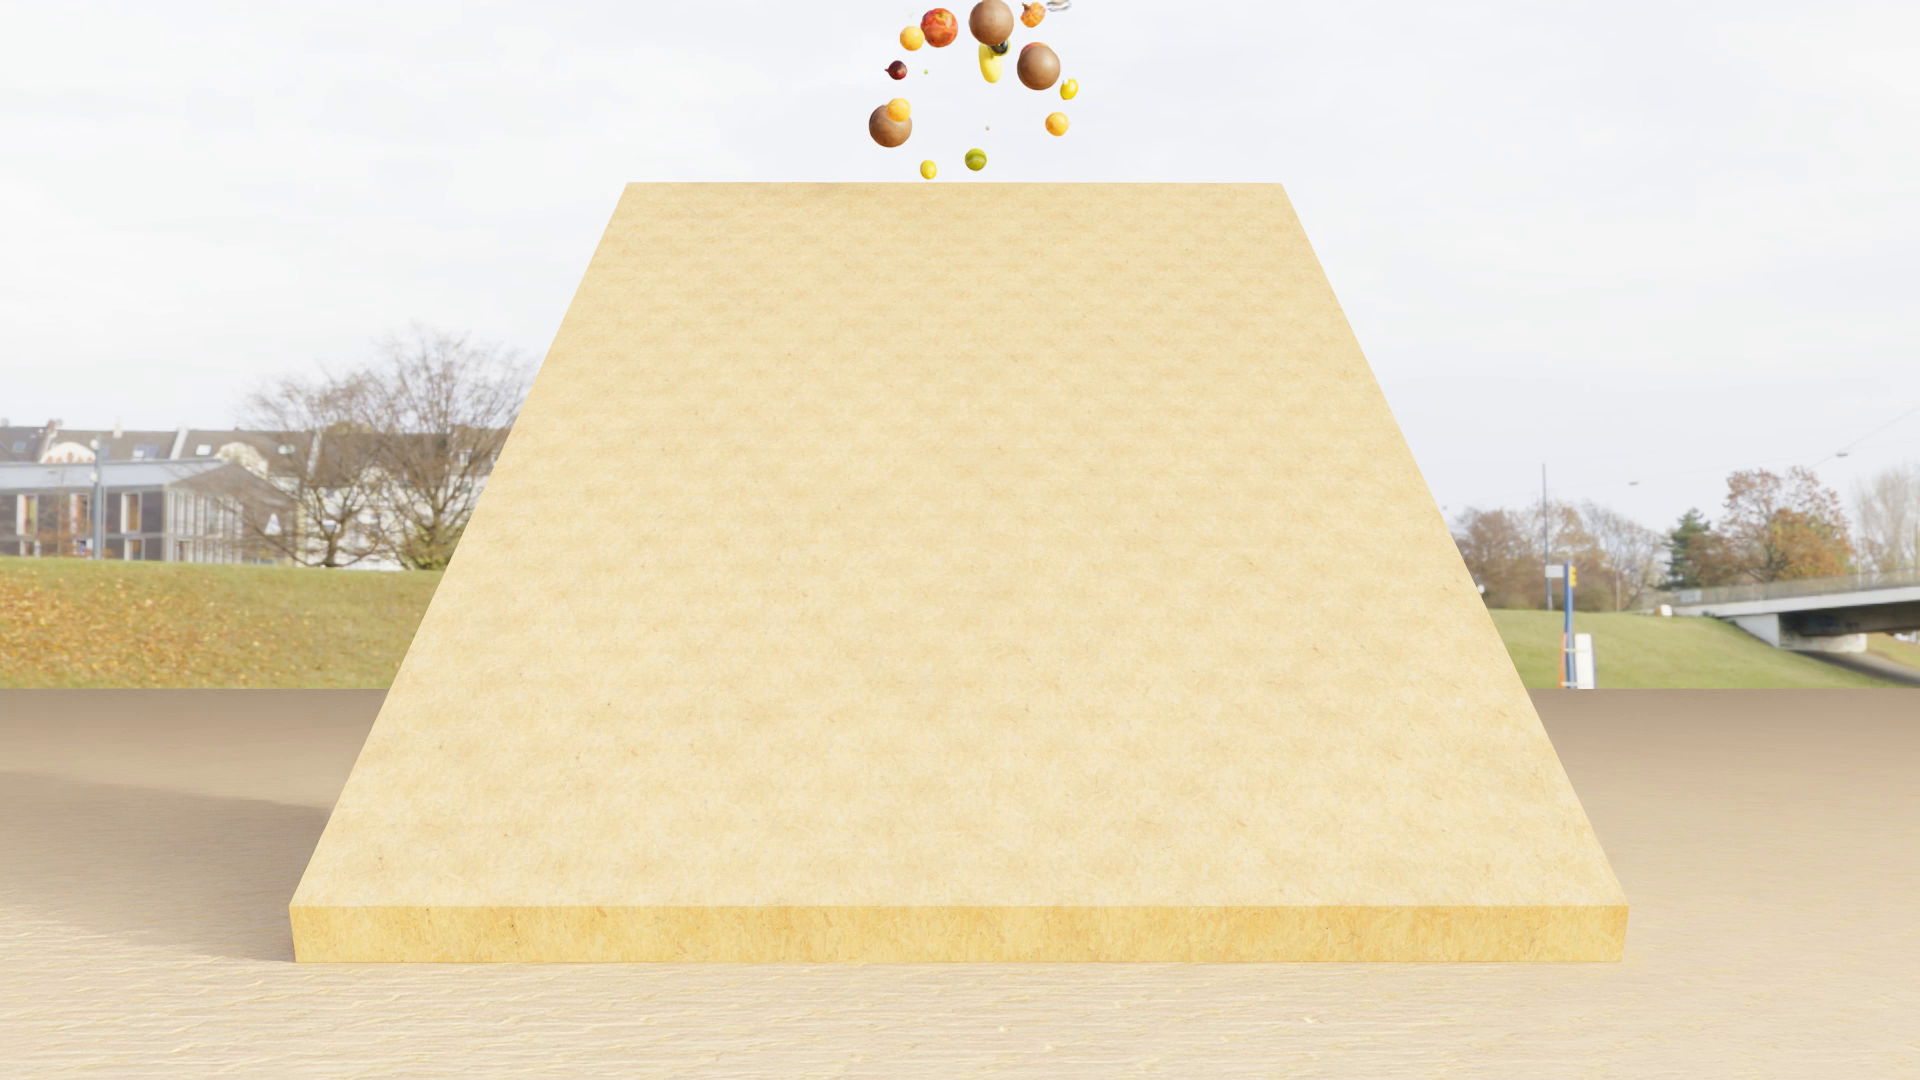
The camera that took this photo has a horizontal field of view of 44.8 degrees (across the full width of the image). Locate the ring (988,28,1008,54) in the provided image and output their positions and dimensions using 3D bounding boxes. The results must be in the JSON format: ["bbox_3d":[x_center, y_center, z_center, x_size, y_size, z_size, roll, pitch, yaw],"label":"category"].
[{"bbox_3d":[0.111,-1.431,6.691,0.026,0.077,0.077,-12,-11,41],"label":"ring"}]

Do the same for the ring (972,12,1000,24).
[{"bbox_3d":[0.075,-1.502,6.702,0.077,0.026,0.077,-5,7,1],"label":"ring"}]

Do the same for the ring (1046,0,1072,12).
[{"bbox_3d":[0.288,-1.558,6.788,0.078,0.026,0.078,-3,23,1],"label":"ring"}]

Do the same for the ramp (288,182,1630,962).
[{"bbox_3d":[-0.008,-0.228,5.319,2.000,0.100,4.000,0,24,0],"label":"ramp"}]
